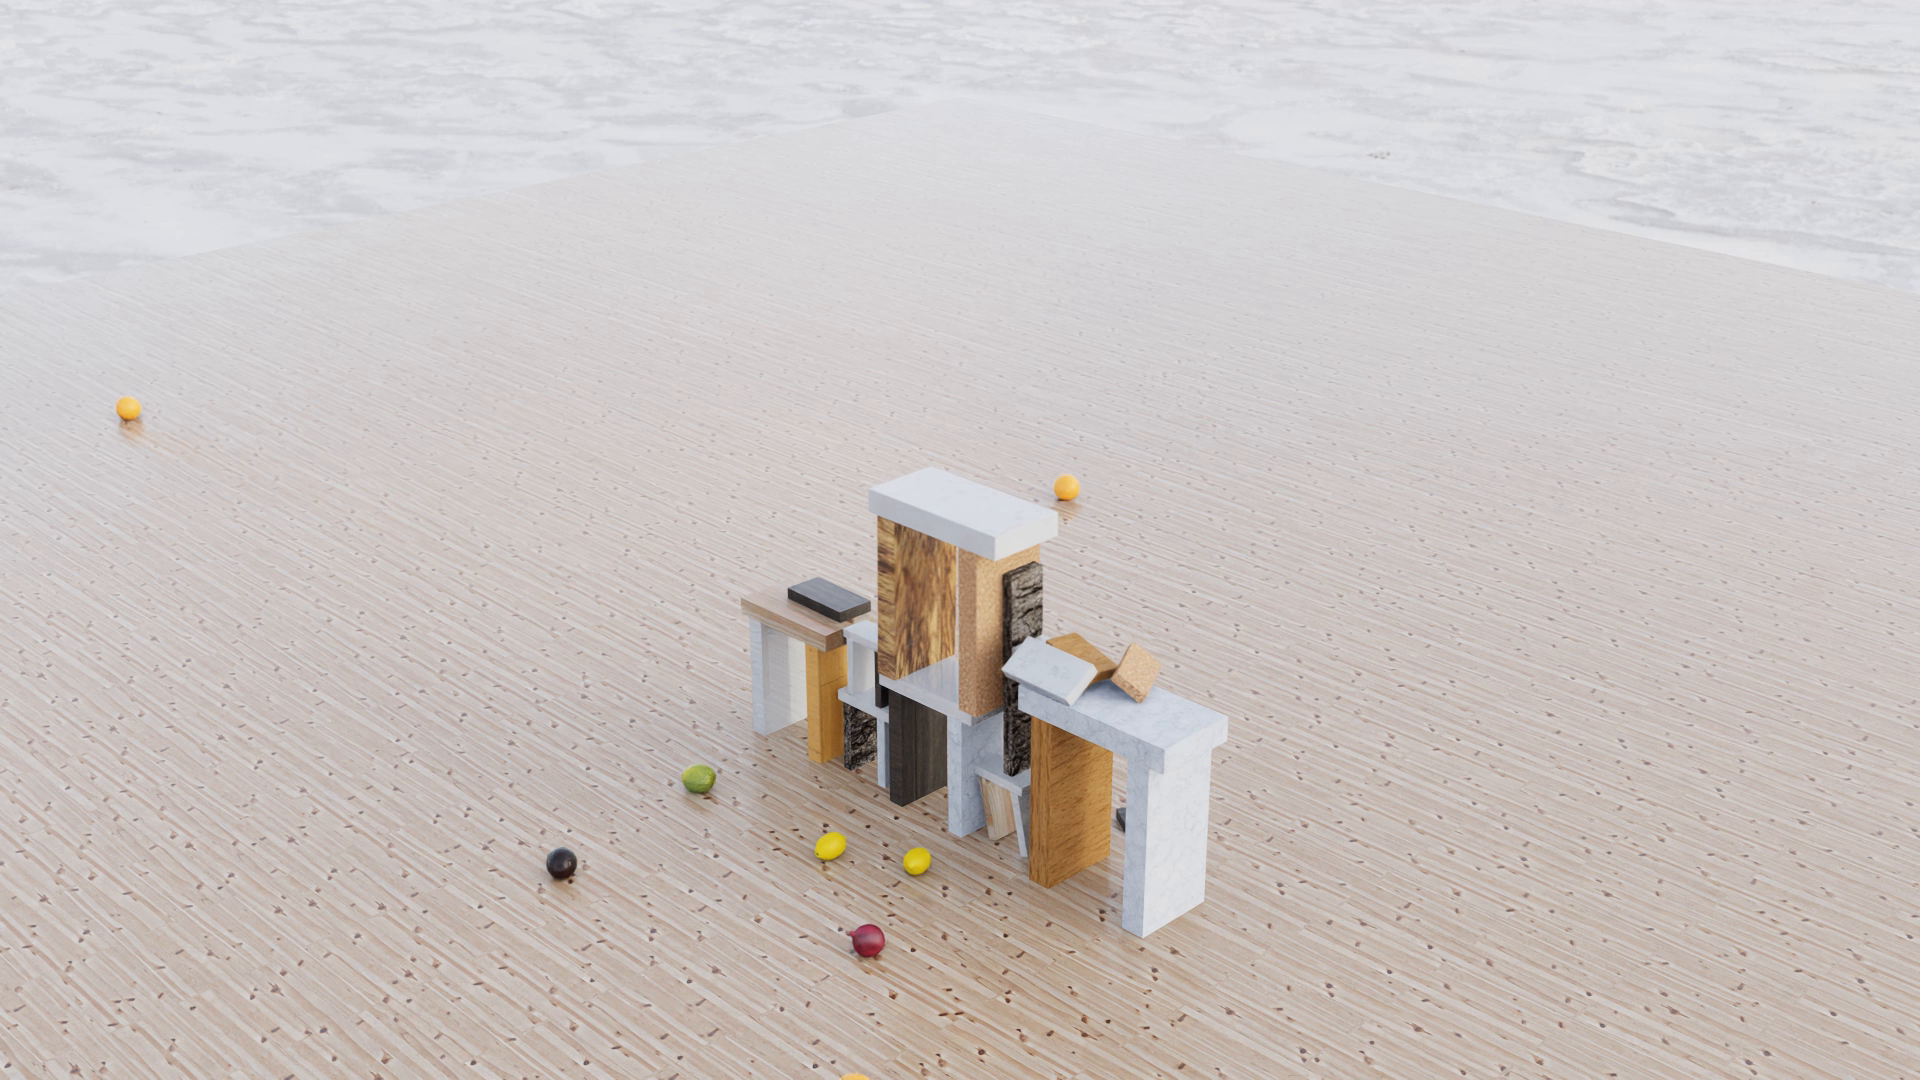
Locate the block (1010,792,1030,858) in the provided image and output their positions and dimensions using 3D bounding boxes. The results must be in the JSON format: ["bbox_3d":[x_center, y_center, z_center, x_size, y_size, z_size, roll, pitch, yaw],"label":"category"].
[{"bbox_3d":[0.139,0.547,4.303,0.066,0.131,0.019,-21,17,-40],"label":"block"}]

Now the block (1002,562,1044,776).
[{"bbox_3d":[0.121,0.251,4.240,0.085,0.424,0.024,-21,30,-40],"label":"block"}]

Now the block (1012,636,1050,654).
[{"bbox_3d":[0.187,0.229,4.155,0.085,0.024,0.169,-21,31,-40],"label":"block"}]

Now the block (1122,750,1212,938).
[{"bbox_3d":[0.380,0.537,4.042,0.050,0.355,0.177,21,31,41],"label":"block"}]

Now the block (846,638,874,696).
[{"bbox_3d":[-0.204,0.253,4.549,0.063,0.125,0.018,-21,31,-40],"label":"block"}]

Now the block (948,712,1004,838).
[{"bbox_3d":[0.036,0.450,4.371,0.129,0.258,0.037,-21,31,-40],"label":"block"}]

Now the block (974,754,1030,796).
[{"bbox_3d":[0.098,0.461,4.313,0.066,0.019,0.131,-20,30,-39],"label":"block"}]

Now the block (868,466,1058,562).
[{"bbox_3d":[0.004,-0.053,4.198,0.340,0.048,0.170,21,31,40],"label":"block"}]

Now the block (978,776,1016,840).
[{"bbox_3d":[0.077,0.522,4.362,0.066,0.131,0.019,-21,17,-40],"label":"block"}]

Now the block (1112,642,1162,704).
[{"bbox_3d":[0.328,0.245,4.075,0.070,0.020,0.140,39,28,-1],"label":"block"}]

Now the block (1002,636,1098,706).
[{"bbox_3d":[0.165,0.242,4.068,0.169,0.024,0.085,23,66,42],"label":"block"}]

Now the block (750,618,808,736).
[{"bbox_3d":[-0.388,0.276,4.765,0.038,0.270,0.135,21,31,41],"label":"block"}]

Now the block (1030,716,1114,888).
[{"bbox_3d":[0.213,0.471,4.196,0.050,0.355,0.177,21,31,41],"label":"block"}]

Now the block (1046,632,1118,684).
[{"bbox_3d":[0.228,0.220,4.110,0.070,0.020,0.139,-13,33,-31],"label":"block"}]

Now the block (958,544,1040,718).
[{"bbox_3d":[0.075,0.153,4.209,0.170,0.340,0.048,-21,31,-40],"label":"block"}]

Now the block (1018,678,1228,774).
[{"bbox_3d":[0.297,0.318,4.040,0.355,0.050,0.177,21,31,41],"label":"block"}]

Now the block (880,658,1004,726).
[{"bbox_3d":[-0.025,0.290,4.368,0.258,0.037,0.129,21,31,40],"label":"block"}]

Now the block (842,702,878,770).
[{"bbox_3d":[-0.208,0.400,4.620,0.022,0.156,0.078,21,31,41],"label":"block"}]

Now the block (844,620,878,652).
[{"bbox_3d":[-0.174,0.199,4.494,0.063,0.018,0.125,-21,30,-40],"label":"block"}]

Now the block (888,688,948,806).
[{"bbox_3d":[-0.085,0.402,4.482,0.037,0.258,0.129,21,31,41],"label":"block"}]

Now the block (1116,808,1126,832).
[{"bbox_3d":[0.391,0.558,4.421,0.139,0.020,0.070,-5,23,-12],"label":"block"}]

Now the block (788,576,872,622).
[{"bbox_3d":[-0.277,0.126,4.645,0.085,0.024,0.171,-20,30,-39],"label":"block"}]

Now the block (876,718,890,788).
[{"bbox_3d":[-0.135,0.428,4.552,0.078,0.156,0.022,-21,31,-40],"label":"block"}]

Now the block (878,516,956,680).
[{"bbox_3d":[-0.085,0.092,4.352,0.048,0.340,0.170,22,31,40],"label":"block"}]

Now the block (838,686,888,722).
[{"bbox_3d":[-0.172,0.332,4.551,0.078,0.022,0.156,-21,31,-40],"label":"block"}]

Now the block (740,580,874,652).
[{"bbox_3d":[-0.324,0.159,4.647,0.270,0.038,0.135,21,31,41],"label":"block"}]

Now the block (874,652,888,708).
[{"bbox_3d":[-0.145,0.276,4.495,0.063,0.125,0.018,-21,31,-40],"label":"block"}]

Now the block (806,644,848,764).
[{"bbox_3d":[-0.260,0.325,4.648,0.135,0.270,0.038,-21,31,-41],"label":"block"}]
